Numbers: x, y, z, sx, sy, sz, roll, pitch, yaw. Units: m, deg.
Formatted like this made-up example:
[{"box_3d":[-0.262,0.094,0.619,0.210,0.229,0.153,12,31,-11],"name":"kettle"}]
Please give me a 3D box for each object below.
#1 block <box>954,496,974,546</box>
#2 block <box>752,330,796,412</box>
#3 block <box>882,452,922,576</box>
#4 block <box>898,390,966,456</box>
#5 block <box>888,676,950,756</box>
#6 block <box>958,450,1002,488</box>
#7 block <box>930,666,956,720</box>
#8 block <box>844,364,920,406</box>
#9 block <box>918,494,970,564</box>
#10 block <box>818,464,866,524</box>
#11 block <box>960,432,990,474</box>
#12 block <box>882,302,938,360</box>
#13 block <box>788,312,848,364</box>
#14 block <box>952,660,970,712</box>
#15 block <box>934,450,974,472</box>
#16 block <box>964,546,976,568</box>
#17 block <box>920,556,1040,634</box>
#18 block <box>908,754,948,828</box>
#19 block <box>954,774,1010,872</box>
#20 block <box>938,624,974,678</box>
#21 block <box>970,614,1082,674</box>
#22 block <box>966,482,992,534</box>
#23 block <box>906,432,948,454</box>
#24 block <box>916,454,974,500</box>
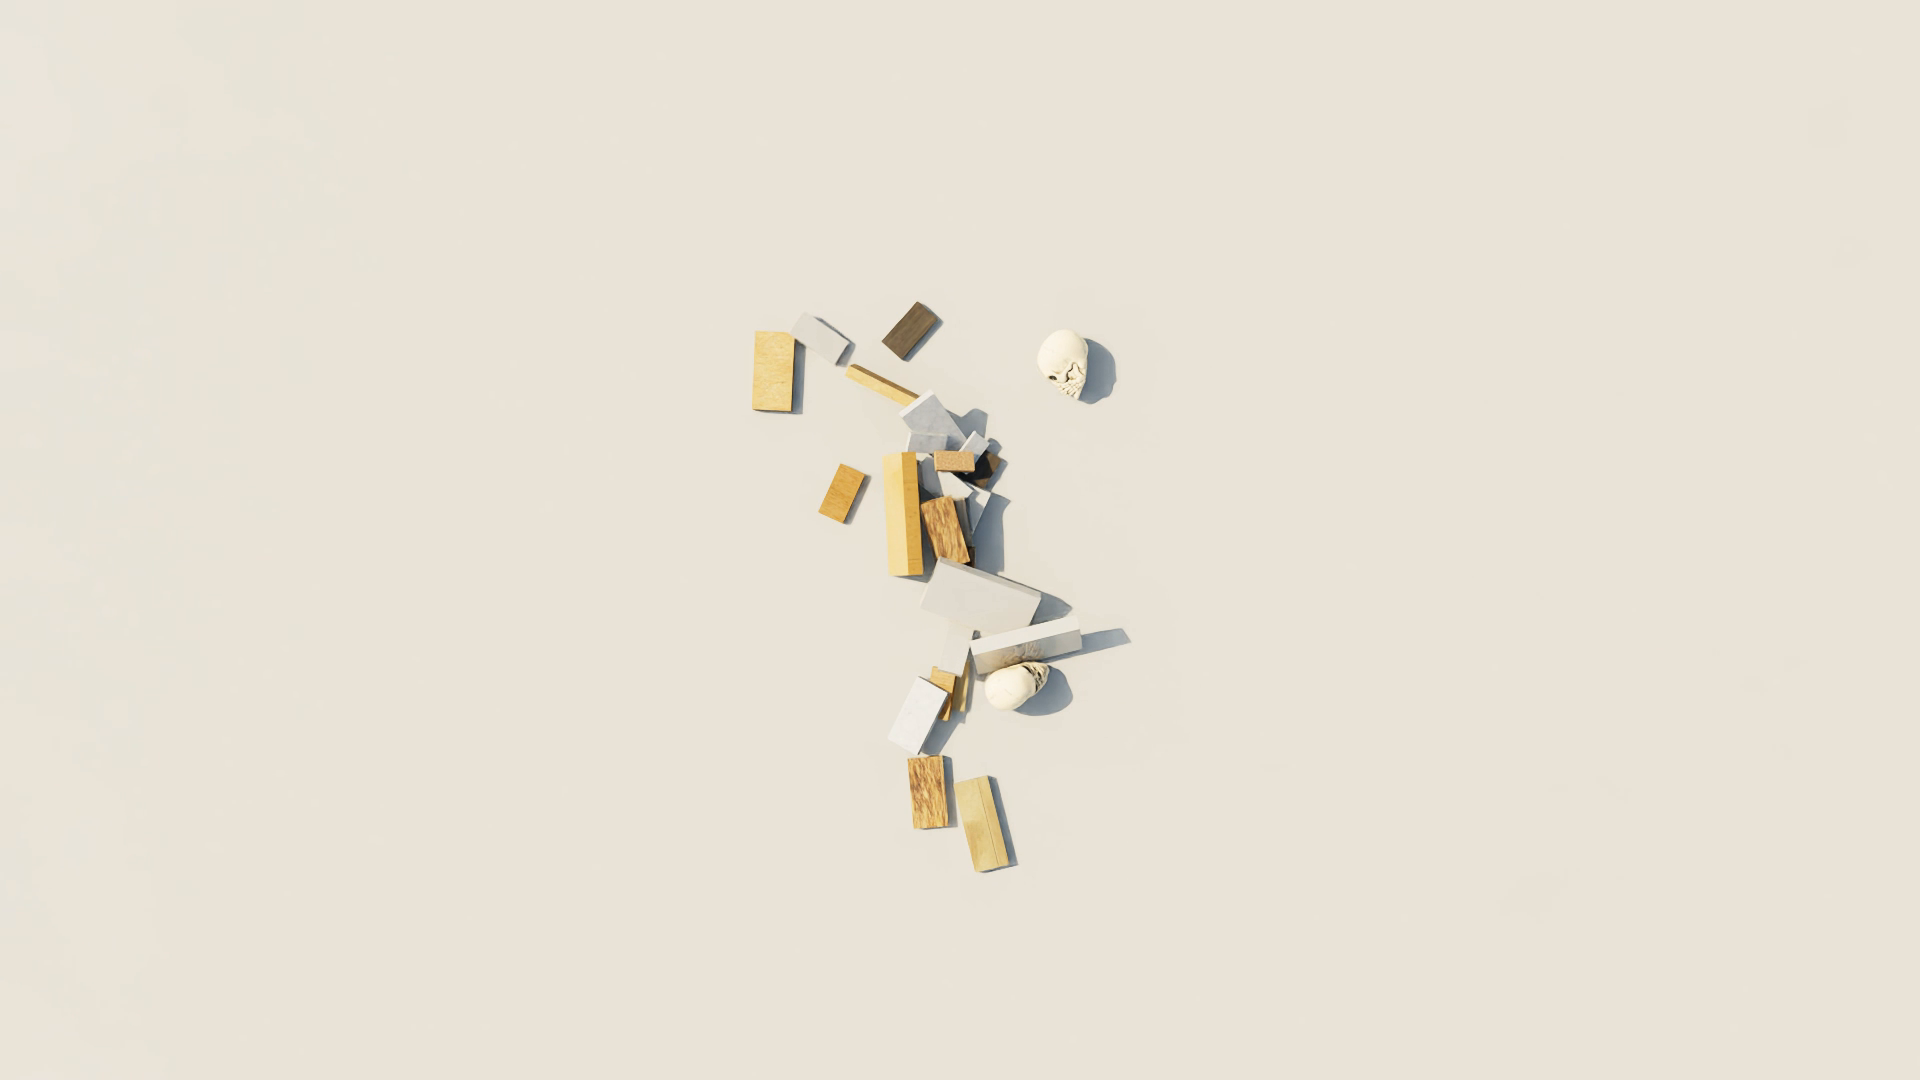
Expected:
[{"box_3d":[-0.023,-0.027,5.438,0.113,0.032,0.225,-8,112,6],"name":"block"},{"box_3d":[-0.619,-0.560,5.482,0.130,0.037,0.259,3,90,0],"name":"block"},{"box_3d":[-0.189,-0.084,5.408,0.050,0.178,0.398,-3,90,-23],"name":"block"},{"box_3d":[-0.077,-0.358,5.412,0.130,0.037,0.259,-37,124,0],"name":"block"},{"box_3d":[-0.137,0.581,5.456,0.116,0.033,0.232,28,96,16],"name":"block"},{"box_3d":[0.048,-0.212,5.487,0.095,0.027,0.189,32,90,0],"name":"block"},{"box_3d":[-0.063,0.508,5.465,0.083,0.023,0.166,9,91,17],"name":"block"},{"box_3d":[-0.248,-0.504,5.433,0.259,0.130,0.037,26,101,0],"name":"block"},{"box_3d":[-0.051,-0.026,5.380,0.113,0.032,0.225,-15,104,6],"name":"block"},{"box_3d":[-0.394,-0.155,5.487,0.090,0.026,0.180,25,90,0],"name":"block"},{"box_3d":[0.034,-0.287,5.451,0.065,0.018,0.131,36,90,-25],"name":"block"},{"box_3d":[-0.168,-0.697,5.487,0.090,0.026,0.180,42,90,0],"name":"block"},{"box_3d":[-0.468,-0.670,5.467,0.180,0.026,0.090,34,84,-10],"name":"block"},{"box_3d":[-0.017,0.482,5.488,0.083,0.023,0.166,6,90,0],"name":"block"},{"box_3d":[-0.019,-0.257,5.404,0.130,0.018,0.065,1,74,-19],"name":"block"},{"box_3d":[-0.008,0.134,5.454,0.113,0.032,0.225,1,105,2],"name":"block"},{"box_3d":[0.066,0.197,5.415,0.356,0.050,0.178,20,112,-9],"name":"block"},{"box_3d":[-0.107,0.837,5.484,0.116,0.033,0.232,-5,90,0],"name":"block"},{"box_3d":[0.070,0.943,5.484,0.116,0.033,0.300,-14,90,0],"name":"block"},{"box_3d":[-0.014,0.364,5.456,0.083,0.023,0.166,15,66,0],"name":"block"},{"box_3d":[0.218,0.345,5.409,0.356,0.178,0.050,-14,64,0],"name":"block"},{"box_3d":[0.022,-0.090,5.465,0.095,0.027,0.189,24,103,2],"name":"block"},{"box_3d":[-0.109,-0.316,5.388,0.131,0.018,0.065,3,116,-24],"name":"block"},{"box_3d":[-0.060,-0.189,5.423,0.189,0.027,0.095,40,103,-5],"name":"block"}]
